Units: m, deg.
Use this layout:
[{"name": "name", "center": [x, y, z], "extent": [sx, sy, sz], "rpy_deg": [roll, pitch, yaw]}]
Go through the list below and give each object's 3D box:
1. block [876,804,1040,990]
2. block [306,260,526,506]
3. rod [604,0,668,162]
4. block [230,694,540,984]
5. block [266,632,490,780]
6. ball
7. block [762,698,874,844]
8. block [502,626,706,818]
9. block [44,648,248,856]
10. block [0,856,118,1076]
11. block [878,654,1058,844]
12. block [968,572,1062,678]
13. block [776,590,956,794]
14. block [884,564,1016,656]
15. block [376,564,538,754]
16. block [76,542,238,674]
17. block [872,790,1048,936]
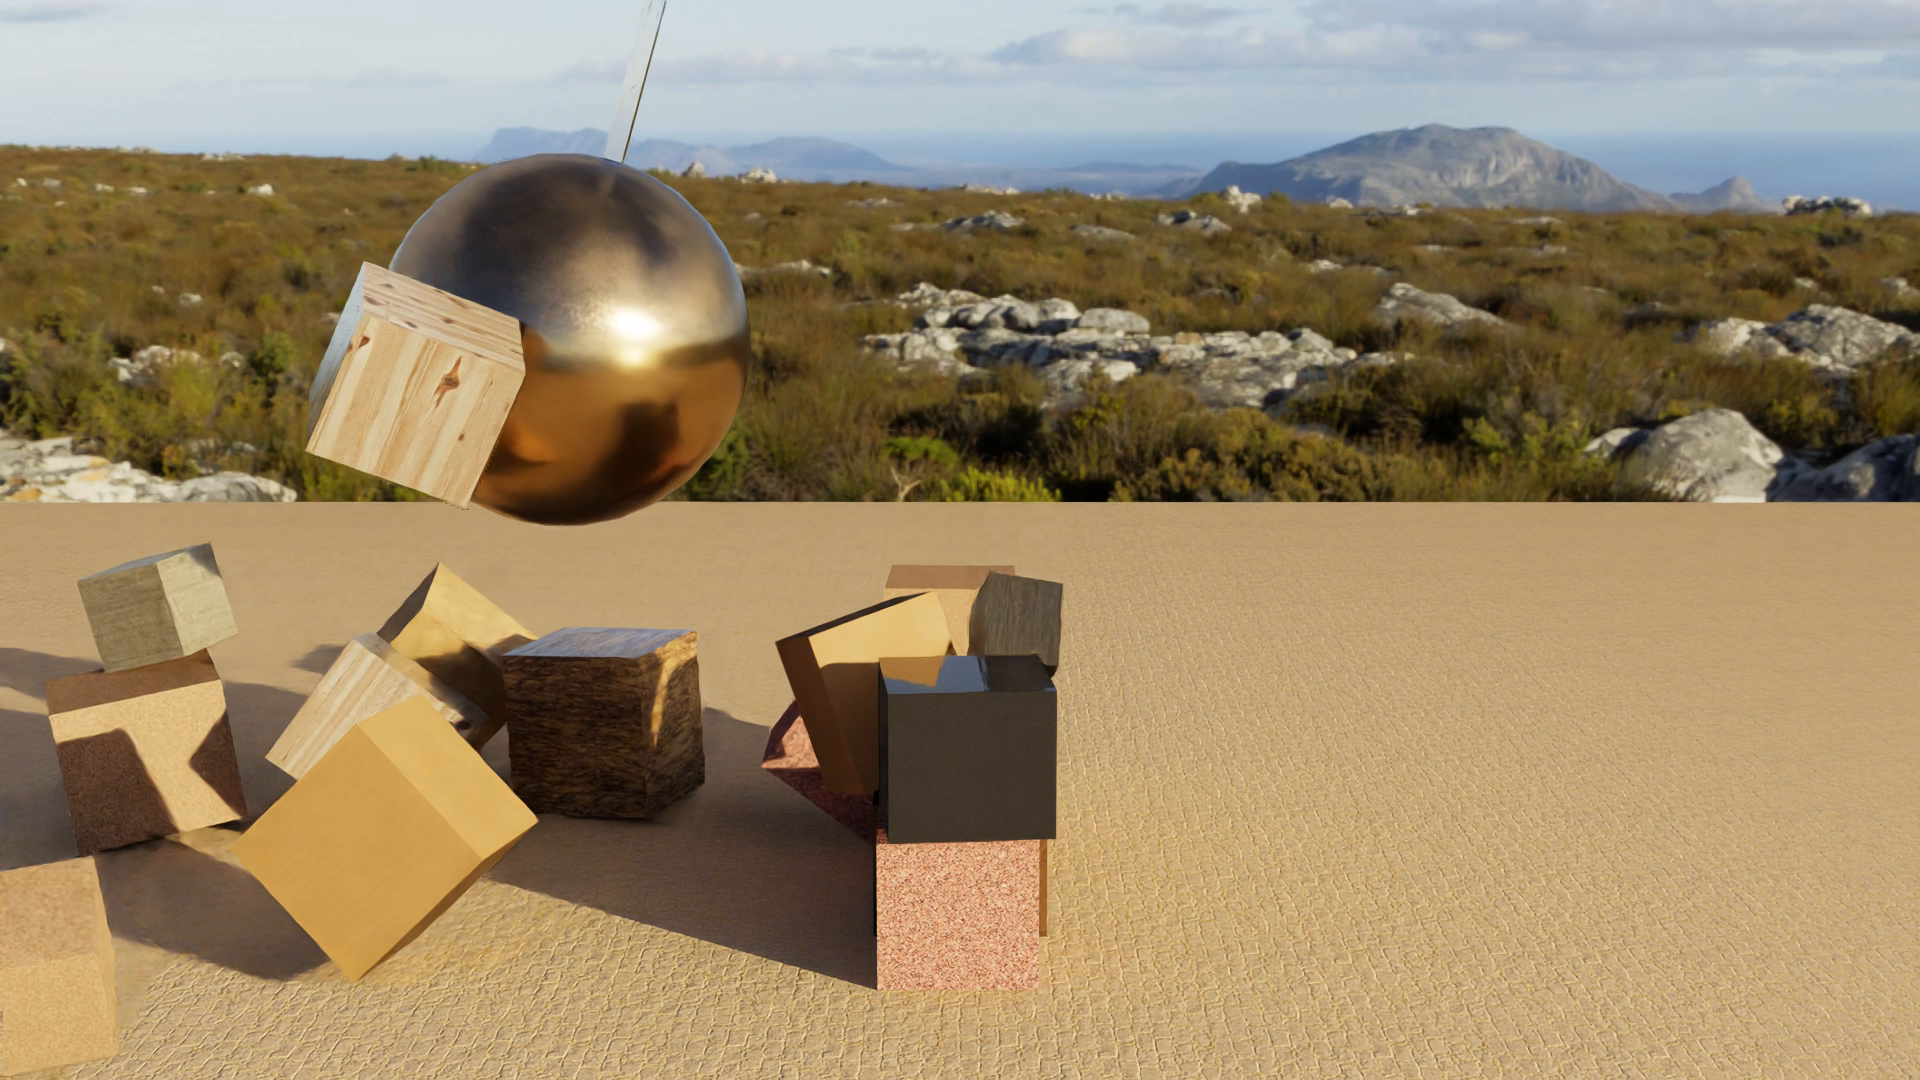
[{"name": "block", "center": [-0.009, 1.372, 10.203], "extent": [0.626, 0.649, 0.622], "rpy_deg": [0, 10, 0]}, {"name": "block", "center": [-2.086, -0.600, 9.816], "extent": [0.632, 0.584, 0.593], "rpy_deg": [20, 19, -21]}, {"name": "rod", "center": [-0.735, -4.066, 10.441], "extent": [0.080, 5.200, 0.080], "rpy_deg": [16, 10, -3]}, {"name": "block", "center": [-2.229, 1.148, 10.008], "extent": [0.717, 0.700, 0.689], "rpy_deg": [-43, -1, 10]}, {"name": "block", "center": [-2.651, 0.897, 11.762], "extent": [0.685, 0.648, 0.669], "rpy_deg": [36, -3, -5]}, {"name": "ball", "center": [-1.697, -0.857, 11.024], "extent": [1.600, 1.600, 1.600], "rpy_deg": [0, 10, 0]}, {"name": "block", "center": [-0.445, 0.910, 11.999], "extent": [0.664, 0.648, 0.668], "rpy_deg": [36, 8, -6]}, {"name": "block", "center": [-1.723, 0.876, 12.486], "extent": [0.711, 0.776, 0.665], "rpy_deg": [0, 10, 19]}, {"name": "block", "center": [-3.828, 0.978, 12.049], "extent": [0.756, 0.668, 0.717], "rpy_deg": [-12, 14, -19]}, {"name": "block", "center": [-3.340, 1.527, 9.133], "extent": [0.574, 0.474, 0.547], "rpy_deg": [-9, 33, -15]}, {"name": "block", "center": [0.020, 0.799, 9.929], "extent": [0.635, 0.578, 0.610], "rpy_deg": [-1, 10, -5]}, {"name": "block", "center": [0.221, 0.397, 10.549], "extent": [0.308, 0.382, 0.331], "rpy_deg": [10, -30, -10]}, {"name": "block", "center": [-0.333, 0.636, 10.672], "extent": [0.558, 0.674, 0.627], "rpy_deg": [-20, 2, -17]}, {"name": "block", "center": [-0.042, 0.481, 12.672], "extent": [0.620, 0.609, 0.603], "rpy_deg": [0, 10, 2]}, {"name": "block", "center": [-2.568, 0.630, 12.950], "extent": [0.690, 0.554, 0.608], "rpy_deg": [40, 14, -16]}, {"name": "block", "center": [-3.818, 0.322, 12.218], "extent": [0.460, 0.458, 0.441], "rpy_deg": [-12, 9, 20]}, {"name": "block", "center": [0.001, 1.293, 10.882], "extent": [0.715, 0.562, 0.721], "rpy_deg": [0, 10, 0]}]
